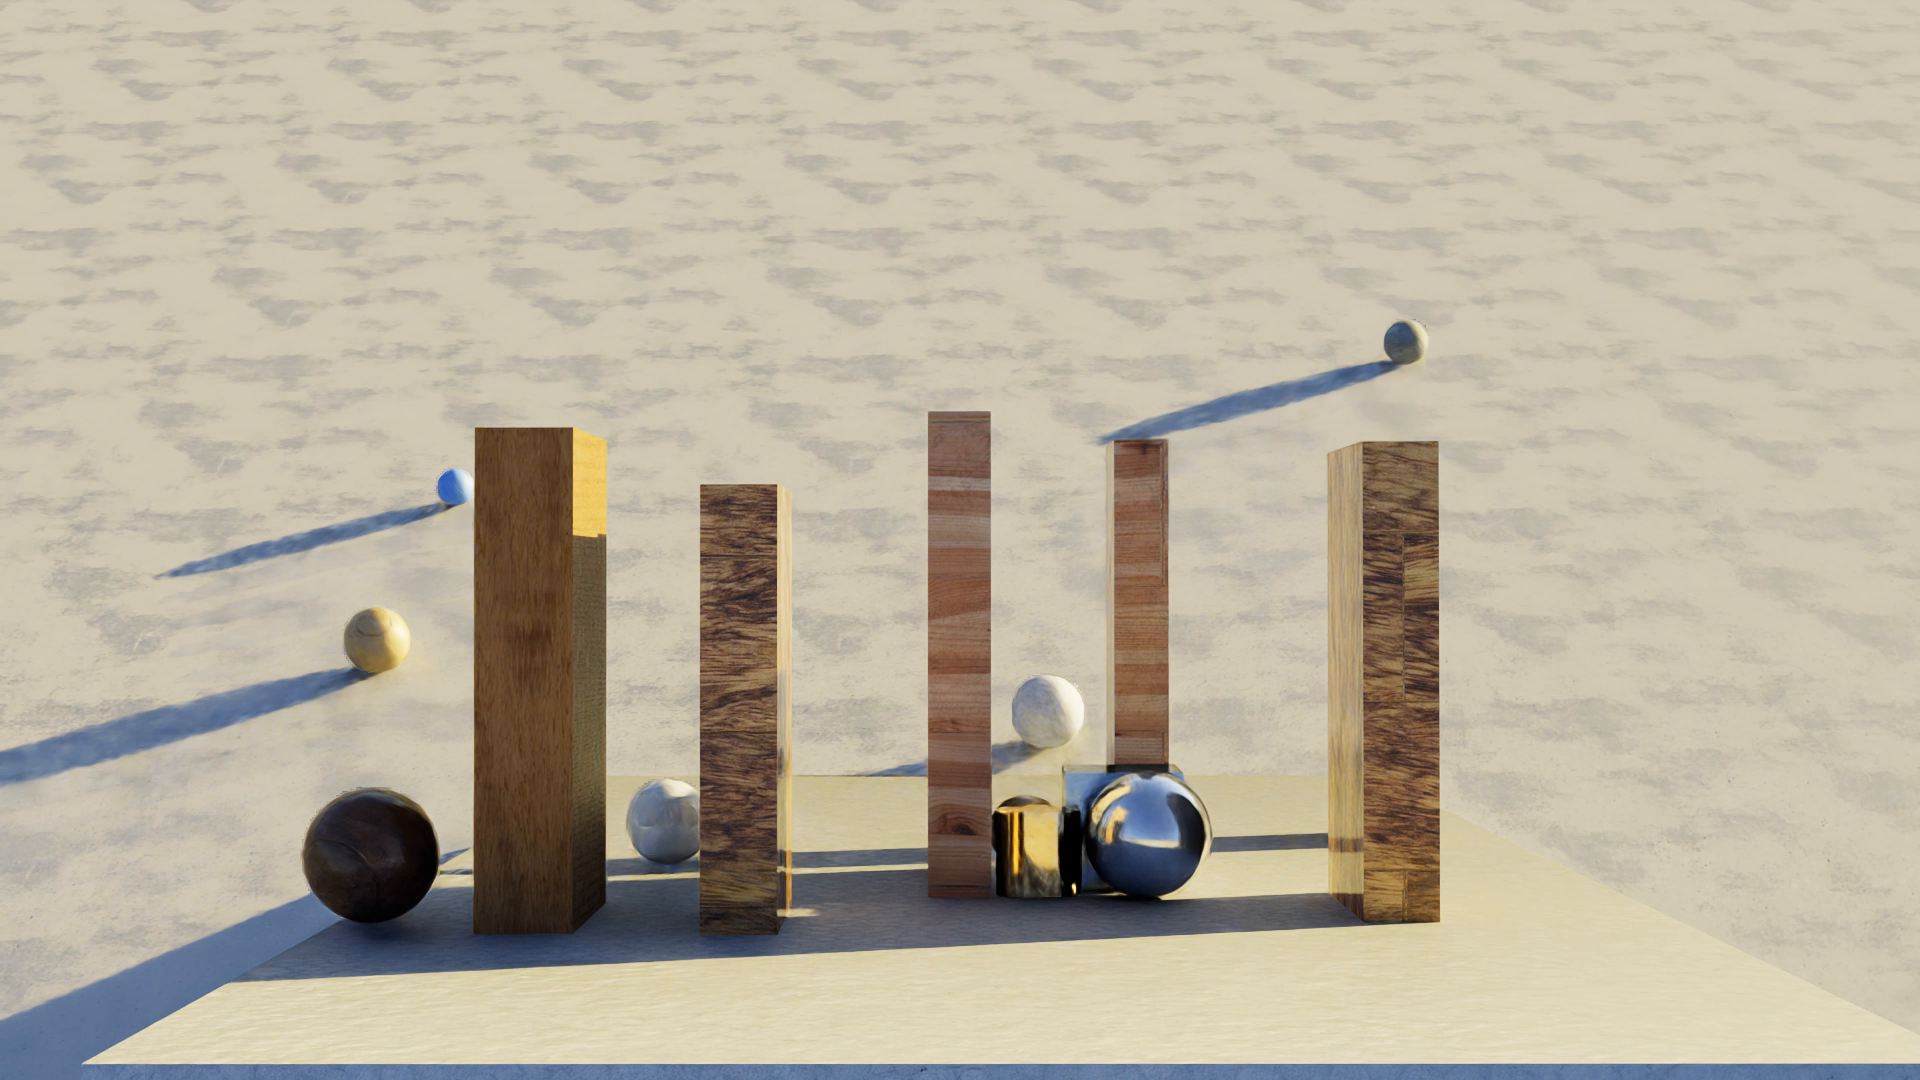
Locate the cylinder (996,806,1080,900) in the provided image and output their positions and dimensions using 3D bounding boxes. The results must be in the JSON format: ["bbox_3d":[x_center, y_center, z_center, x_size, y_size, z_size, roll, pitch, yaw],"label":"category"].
[{"bbox_3d":[0.127,0.505,4.200,0.138,0.138,0.138,0,-1,0],"label":"cylinder"}]

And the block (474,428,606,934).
[{"bbox_3d":[-0.629,0.205,3.914,0.142,0.730,0.357,0,-1,0],"label":"block"}]

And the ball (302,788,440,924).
[{"bbox_3d":[-0.876,0.469,3.860,0.200,0.200,0.200,0,32,0],"label":"ball"}]

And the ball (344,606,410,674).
[{"bbox_3d":[-1.628,0.279,7.240,0.185,0.185,0.185,0,32,0],"label":"ball"}]

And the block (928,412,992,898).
[{"bbox_3d":[-0.001,0.186,4.372,0.101,0.781,0.409,0,-1,0],"label":"block"}]

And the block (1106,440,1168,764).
[{"bbox_3d":[0.311,0.204,4.569,0.093,0.751,0.247,0,-1,0],"label":"block"}]

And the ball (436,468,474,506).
[{"bbox_3d":[-1.557,-0.163,8.003,0.115,0.115,0.115,0,32,0],"label":"ball"}]

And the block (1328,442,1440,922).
[{"bbox_3d":[0.657,0.213,4.045,0.114,0.716,0.369,0,-1,0],"label":"block"}]

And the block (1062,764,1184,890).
[{"bbox_3d":[0.271,0.479,4.346,0.192,0.192,0.192,0,-1,0],"label":"block"}]

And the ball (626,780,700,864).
[{"bbox_3d":[-0.524,0.505,4.649,0.152,0.152,0.152,0,32,0],"label":"ball"}]

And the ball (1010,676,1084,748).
[{"bbox_3d":[0.235,0.461,6.943,0.197,0.197,0.197,0,32,0],"label":"ball"}]

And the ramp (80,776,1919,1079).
[{"bbox_3d":[0.072,0.632,4.732,2.000,0.100,4.000,0,-1,0],"label":"ramp"}]

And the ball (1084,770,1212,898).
[{"bbox_3d":[0.301,0.471,4.148,0.204,0.204,0.204,0,32,0],"label":"ball"}]

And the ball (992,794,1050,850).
[{"bbox_3d":[0.112,0.497,4.431,0.124,0.124,0.124,0,32,0],"label":"ball"}]

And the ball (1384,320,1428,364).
[{"bbox_3d":[1.508,-0.670,8.770,0.150,0.150,0.150,0,32,0],"label":"ball"}]

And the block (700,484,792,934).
[{"bbox_3d":[-0.318,0.246,3.886,0.111,0.647,0.320,0,-1,0],"label":"block"}]
